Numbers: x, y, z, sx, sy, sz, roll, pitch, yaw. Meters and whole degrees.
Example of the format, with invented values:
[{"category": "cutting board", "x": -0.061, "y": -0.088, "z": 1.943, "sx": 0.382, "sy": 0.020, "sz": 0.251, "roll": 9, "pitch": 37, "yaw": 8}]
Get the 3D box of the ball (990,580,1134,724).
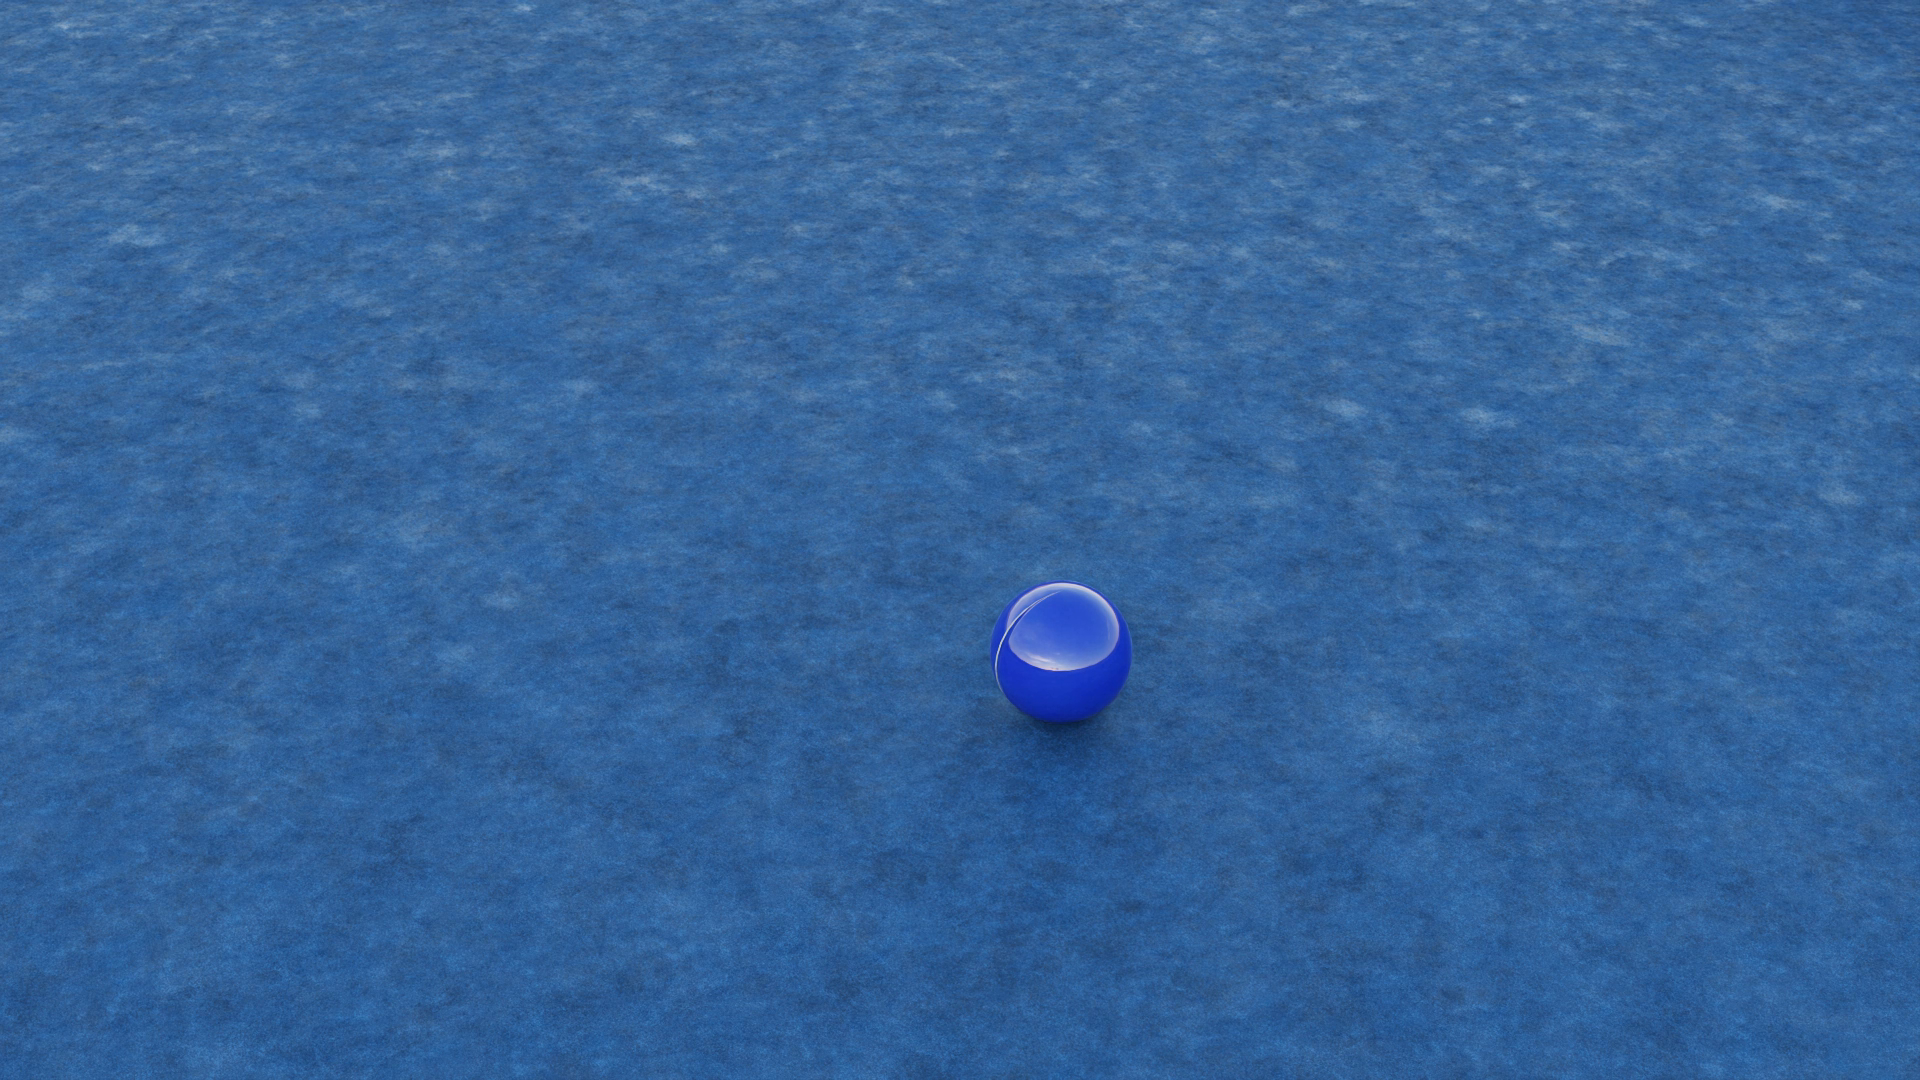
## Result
[{"category": "ball", "x": 0.055, "y": 0.060, "z": 1.589, "sx": 0.078, "sy": 0.078, "sz": 0.078, "roll": 0, "pitch": 31, "yaw": 0}]
